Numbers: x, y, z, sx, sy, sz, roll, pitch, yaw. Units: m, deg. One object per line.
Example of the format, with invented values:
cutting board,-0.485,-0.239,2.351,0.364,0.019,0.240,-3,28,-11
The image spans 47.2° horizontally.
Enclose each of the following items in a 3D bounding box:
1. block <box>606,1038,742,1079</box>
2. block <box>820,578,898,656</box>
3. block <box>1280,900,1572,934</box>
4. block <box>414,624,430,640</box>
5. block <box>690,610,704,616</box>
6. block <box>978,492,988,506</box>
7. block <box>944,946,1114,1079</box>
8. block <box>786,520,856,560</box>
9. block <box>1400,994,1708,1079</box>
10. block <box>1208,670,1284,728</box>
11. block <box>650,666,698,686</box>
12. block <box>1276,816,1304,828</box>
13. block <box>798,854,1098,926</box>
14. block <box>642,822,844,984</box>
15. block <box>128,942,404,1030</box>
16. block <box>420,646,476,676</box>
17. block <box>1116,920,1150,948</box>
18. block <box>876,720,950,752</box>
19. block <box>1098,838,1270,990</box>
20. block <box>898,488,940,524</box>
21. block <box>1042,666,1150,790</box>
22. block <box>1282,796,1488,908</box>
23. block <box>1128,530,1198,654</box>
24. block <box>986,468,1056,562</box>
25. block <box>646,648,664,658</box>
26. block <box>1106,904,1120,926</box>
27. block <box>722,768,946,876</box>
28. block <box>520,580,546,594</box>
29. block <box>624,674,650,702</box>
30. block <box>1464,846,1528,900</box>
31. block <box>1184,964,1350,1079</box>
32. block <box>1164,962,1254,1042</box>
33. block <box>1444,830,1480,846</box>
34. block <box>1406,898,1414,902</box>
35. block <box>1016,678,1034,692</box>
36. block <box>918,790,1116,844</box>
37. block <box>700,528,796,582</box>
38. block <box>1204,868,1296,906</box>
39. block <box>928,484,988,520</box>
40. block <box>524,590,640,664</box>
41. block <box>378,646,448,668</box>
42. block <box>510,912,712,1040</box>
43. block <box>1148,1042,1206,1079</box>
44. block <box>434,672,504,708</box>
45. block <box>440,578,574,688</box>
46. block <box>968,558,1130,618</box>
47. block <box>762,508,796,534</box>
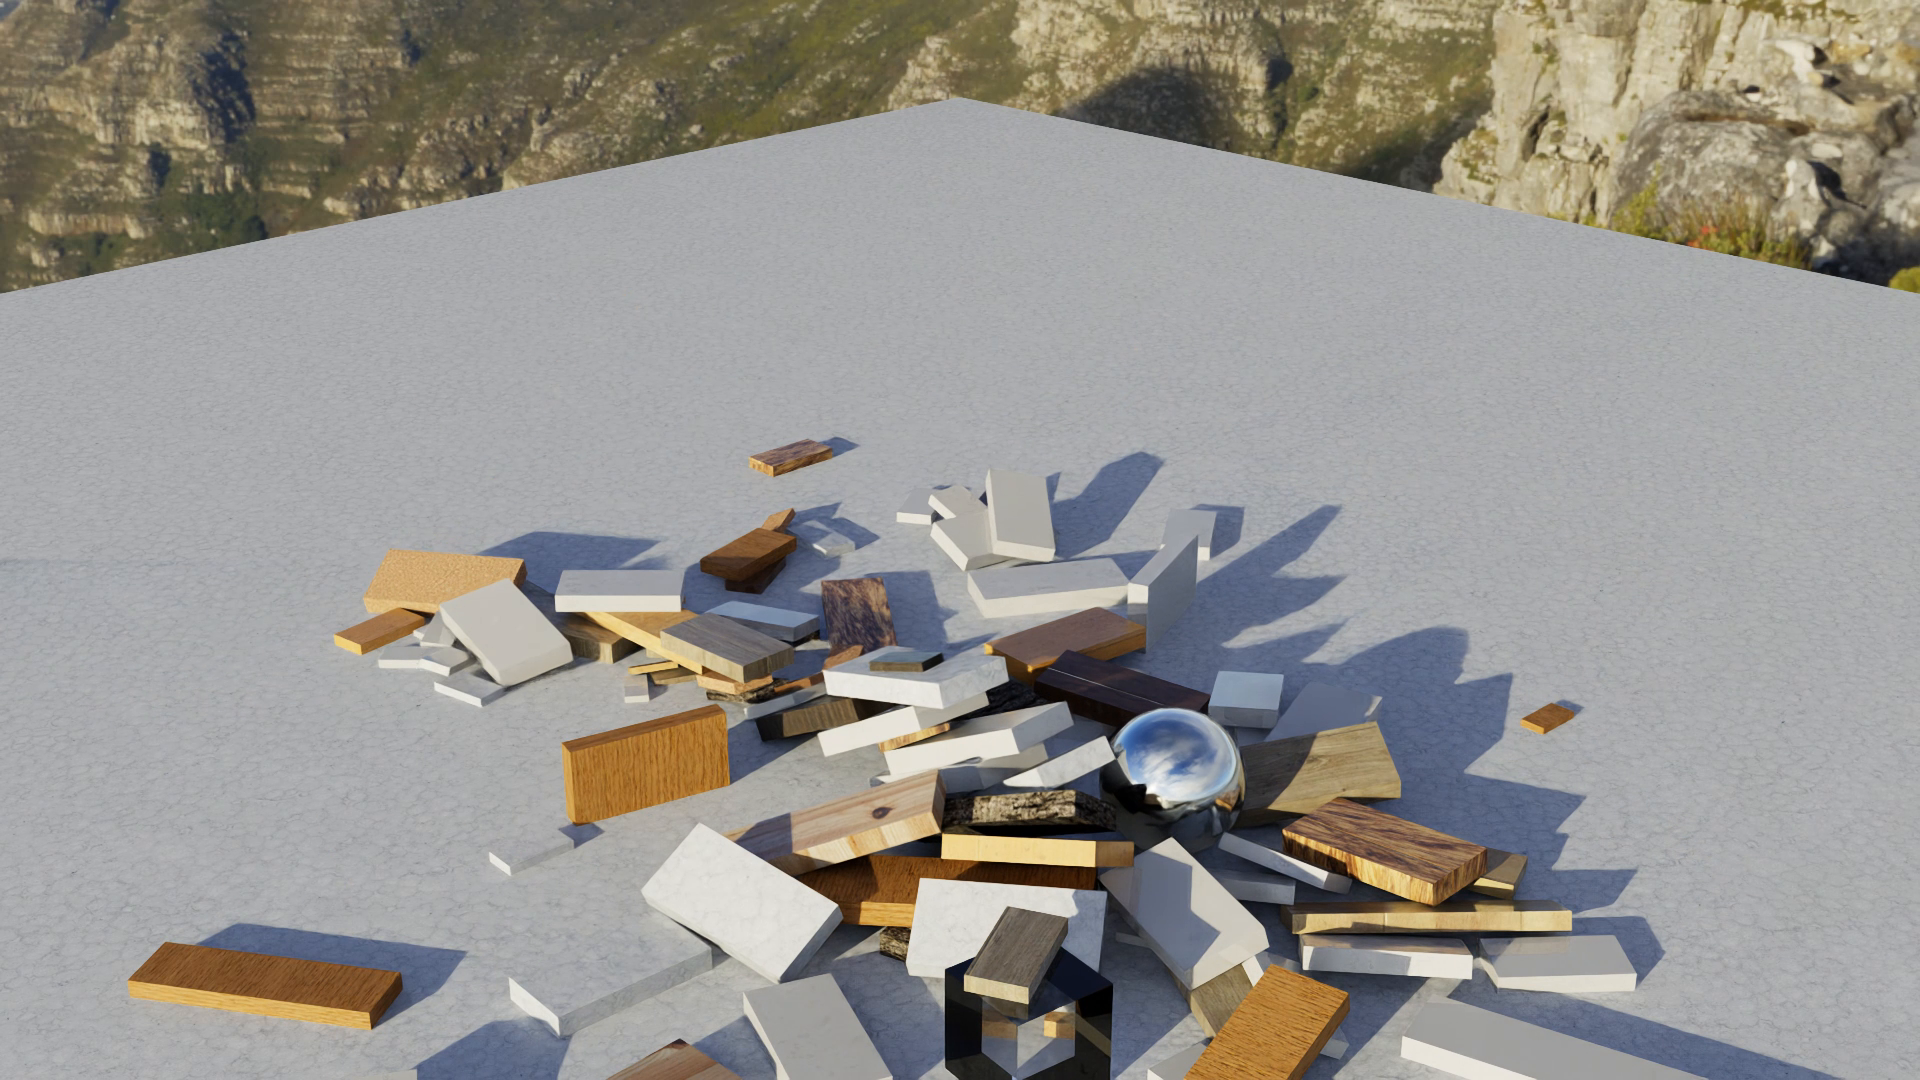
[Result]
block,-0.521,0.921,3.533,0.159,0.045,0.319,20,30,39
block,-0.234,0.219,5.189,0.152,0.043,0.532,-3,23,-7
block,0.850,0.689,4.028,0.508,0.035,0.123,0,0,-2
block,-1.241,0.211,5.243,0.054,0.015,0.109,18,29,36
block,-0.690,0.193,5.281,0.178,0.020,0.072,2,23,5
block,0.088,-0.075,5.899,0.108,0.031,0.217,8,24,18
block,0.112,0.801,3.621,0.196,0.196,0.196,-16,28,-33
block,-0.365,-0.002,5.732,0.093,0.026,0.186,-17,28,-34
block,1.127,0.909,3.566,0.809,0.041,0.145,13,26,28
block,0.628,0.347,4.811,0.147,0.042,0.293,3,12,10
block,-0.649,0.309,5.013,0.105,0.015,0.053,-8,24,-19
block,0.700,0.552,4.417,0.116,0.033,0.324,-13,26,-28
block,-0.026,0.649,4.048,0.545,0.048,0.168,1,22,9
block,-0.396,0.660,3.985,0.337,0.048,0.168,25,61,29
block,-1.222,0.783,3.870,0.458,0.035,0.125,5,23,11
block,-1.168,0.277,5.021,0.072,0.020,0.144,17,11,10
block,0.343,0.706,4.072,0.068,0.019,0.136,9,25,20
block,-0.095,0.394,4.423,0.146,0.021,0.073,-18,-2,-8
block,0.397,0.667,3.955,0.164,0.046,0.328,-26,31,-14
block,-0.100,-0.093,5.945,0.093,0.026,0.186,6,24,13
block,0.255,0.396,4.774,0.147,0.042,0.518,10,25,23
block,0.806,0.590,4.183,0.173,0.049,0.346,-22,26,-39
block,0.485,0.121,5.253,0.049,0.173,0.346,10,25,23
block,0.154,-0.065,5.680,0.152,0.043,0.304,9,37,-11
block,-0.596,0.243,5.143,0.246,0.034,0.121,5,23,12
block,0.247,0.697,4.093,0.068,0.019,0.136,19,29,37
block,-0.279,0.561,4.147,0.517,0.046,0.164,-18,21,11
block,-1.110,0.124,5.435,0.095,0.027,0.191,-19,30,-38
block,-0.730,0.335,4.953,0.053,0.015,0.105,-4,23,-9
block,0.957,0.621,4.213,0.231,0.033,0.116,11,25,24
block,0.504,0.824,3.597,0.145,0.041,0.291,16,41,33
block,0.450,0.780,3.849,0.118,0.034,0.340,-9,28,-14
block,0.992,0.607,4.309,0.058,0.016,0.115,-5,24,-12
block,0.858,0.654,4.199,0.058,0.016,0.115,-8,24,-17
block,0.198,0.280,5.056,0.125,0.035,0.249,1,23,4
block,0.071,0.528,4.183,0.416,0.049,0.173,-8,-20,28
block,-0.534,0.036,5.565,0.121,0.034,0.242,14,27,29
block,0.506,0.647,4.133,0.247,0.035,0.123,4,0,10
block,0.034,-0.057,5.757,0.108,0.031,0.229,-21,51,-40
block,-0.922,0.203,5.218,0.351,0.050,0.176,11,25,24
block,-1.266,0.272,5.095,0.143,0.020,0.072,0,23,1
block,-0.616,0.767,3.895,0.319,0.045,0.159,-19,30,-38
block,0.429,0.909,3.576,0.118,0.034,0.237,-17,28,-35
block,-1.103,0.334,4.946,0.146,0.021,0.073,15,27,31
block,-1.054,0.213,5.099,0.175,0.050,0.351,-23,36,-26
block,0.220,0.117,5.422,0.371,0.049,0.173,-5,24,-13
block,-0.486,-0.039,5.792,0.072,0.020,0.144,-19,18,18
